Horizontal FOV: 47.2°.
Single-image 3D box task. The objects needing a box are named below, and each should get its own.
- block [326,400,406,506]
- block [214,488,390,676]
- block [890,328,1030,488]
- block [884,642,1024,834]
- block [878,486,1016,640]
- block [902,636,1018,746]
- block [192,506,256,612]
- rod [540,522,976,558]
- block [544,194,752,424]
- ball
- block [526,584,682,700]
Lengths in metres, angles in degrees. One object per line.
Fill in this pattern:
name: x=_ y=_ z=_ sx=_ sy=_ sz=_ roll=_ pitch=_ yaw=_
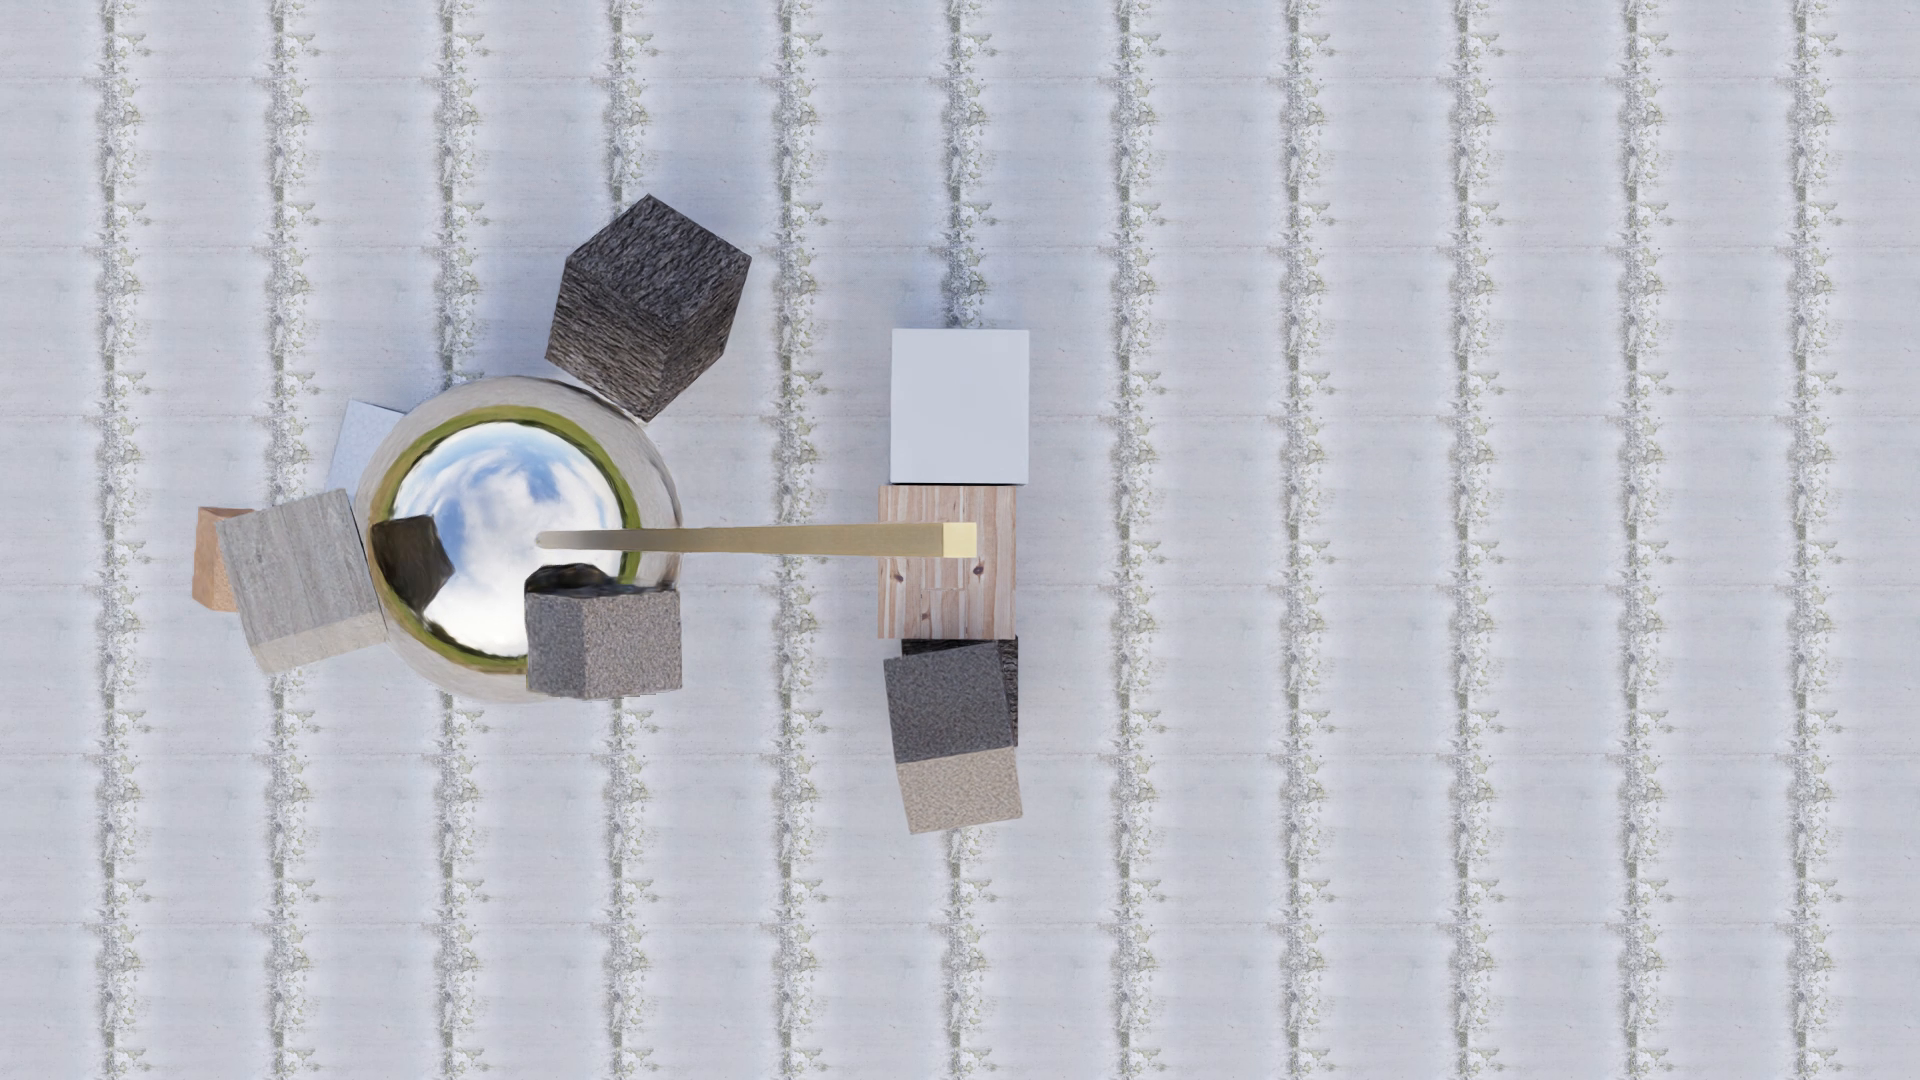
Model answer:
block: x=-3.043 y=-0.293 z=12.618 sx=0.935 sy=0.764 sz=0.761 roll=15 pitch=90 yaw=0
block: x=-2.902 y=0.190 z=9.737 sx=0.562 sy=0.526 sz=0.580 roll=-16 pitch=76 yaw=-14
block: x=-0.001 y=-0.738 z=12.558 sx=0.757 sy=0.884 sz=0.847 roll=0 pitch=90 yaw=0
block: x=-0.036 y=1.073 z=11.889 sx=0.622 sy=0.665 sz=0.699 roll=-9 pitch=49 yaw=0
block: x=-0.073 y=0.124 z=12.569 sx=0.760 sy=0.861 sz=0.846 roll=0 pitch=90 yaw=0
block: x=-0.002 y=0.857 z=12.685 sx=0.657 sy=0.631 sz=0.612 roll=0 pitch=90 yaw=0
block: x=-3.899 y=0.109 z=12.067 sx=0.473 sy=0.544 sz=0.508 roll=3 pitch=95 yaw=-30
rod: x=-0.926 y=0.000 z=7.476 sx=0.080 sy=5.200 sz=0.080 roll=0 pitch=90 yaw=-21
block: x=-1.759 y=-1.308 z=12.403 sx=0.714 sy=0.773 sz=0.787 roll=32 pitch=46 yaw=8
ball: x=-2.137 y=0.000 z=10.653 sx=1.600 sy=1.600 sz=1.600 roll=0 pitch=90 yaw=0
block: x=-1.586 y=0.446 z=9.802 sx=0.501 sy=0.479 sz=0.438 roll=-5 pitch=95 yaw=-41
